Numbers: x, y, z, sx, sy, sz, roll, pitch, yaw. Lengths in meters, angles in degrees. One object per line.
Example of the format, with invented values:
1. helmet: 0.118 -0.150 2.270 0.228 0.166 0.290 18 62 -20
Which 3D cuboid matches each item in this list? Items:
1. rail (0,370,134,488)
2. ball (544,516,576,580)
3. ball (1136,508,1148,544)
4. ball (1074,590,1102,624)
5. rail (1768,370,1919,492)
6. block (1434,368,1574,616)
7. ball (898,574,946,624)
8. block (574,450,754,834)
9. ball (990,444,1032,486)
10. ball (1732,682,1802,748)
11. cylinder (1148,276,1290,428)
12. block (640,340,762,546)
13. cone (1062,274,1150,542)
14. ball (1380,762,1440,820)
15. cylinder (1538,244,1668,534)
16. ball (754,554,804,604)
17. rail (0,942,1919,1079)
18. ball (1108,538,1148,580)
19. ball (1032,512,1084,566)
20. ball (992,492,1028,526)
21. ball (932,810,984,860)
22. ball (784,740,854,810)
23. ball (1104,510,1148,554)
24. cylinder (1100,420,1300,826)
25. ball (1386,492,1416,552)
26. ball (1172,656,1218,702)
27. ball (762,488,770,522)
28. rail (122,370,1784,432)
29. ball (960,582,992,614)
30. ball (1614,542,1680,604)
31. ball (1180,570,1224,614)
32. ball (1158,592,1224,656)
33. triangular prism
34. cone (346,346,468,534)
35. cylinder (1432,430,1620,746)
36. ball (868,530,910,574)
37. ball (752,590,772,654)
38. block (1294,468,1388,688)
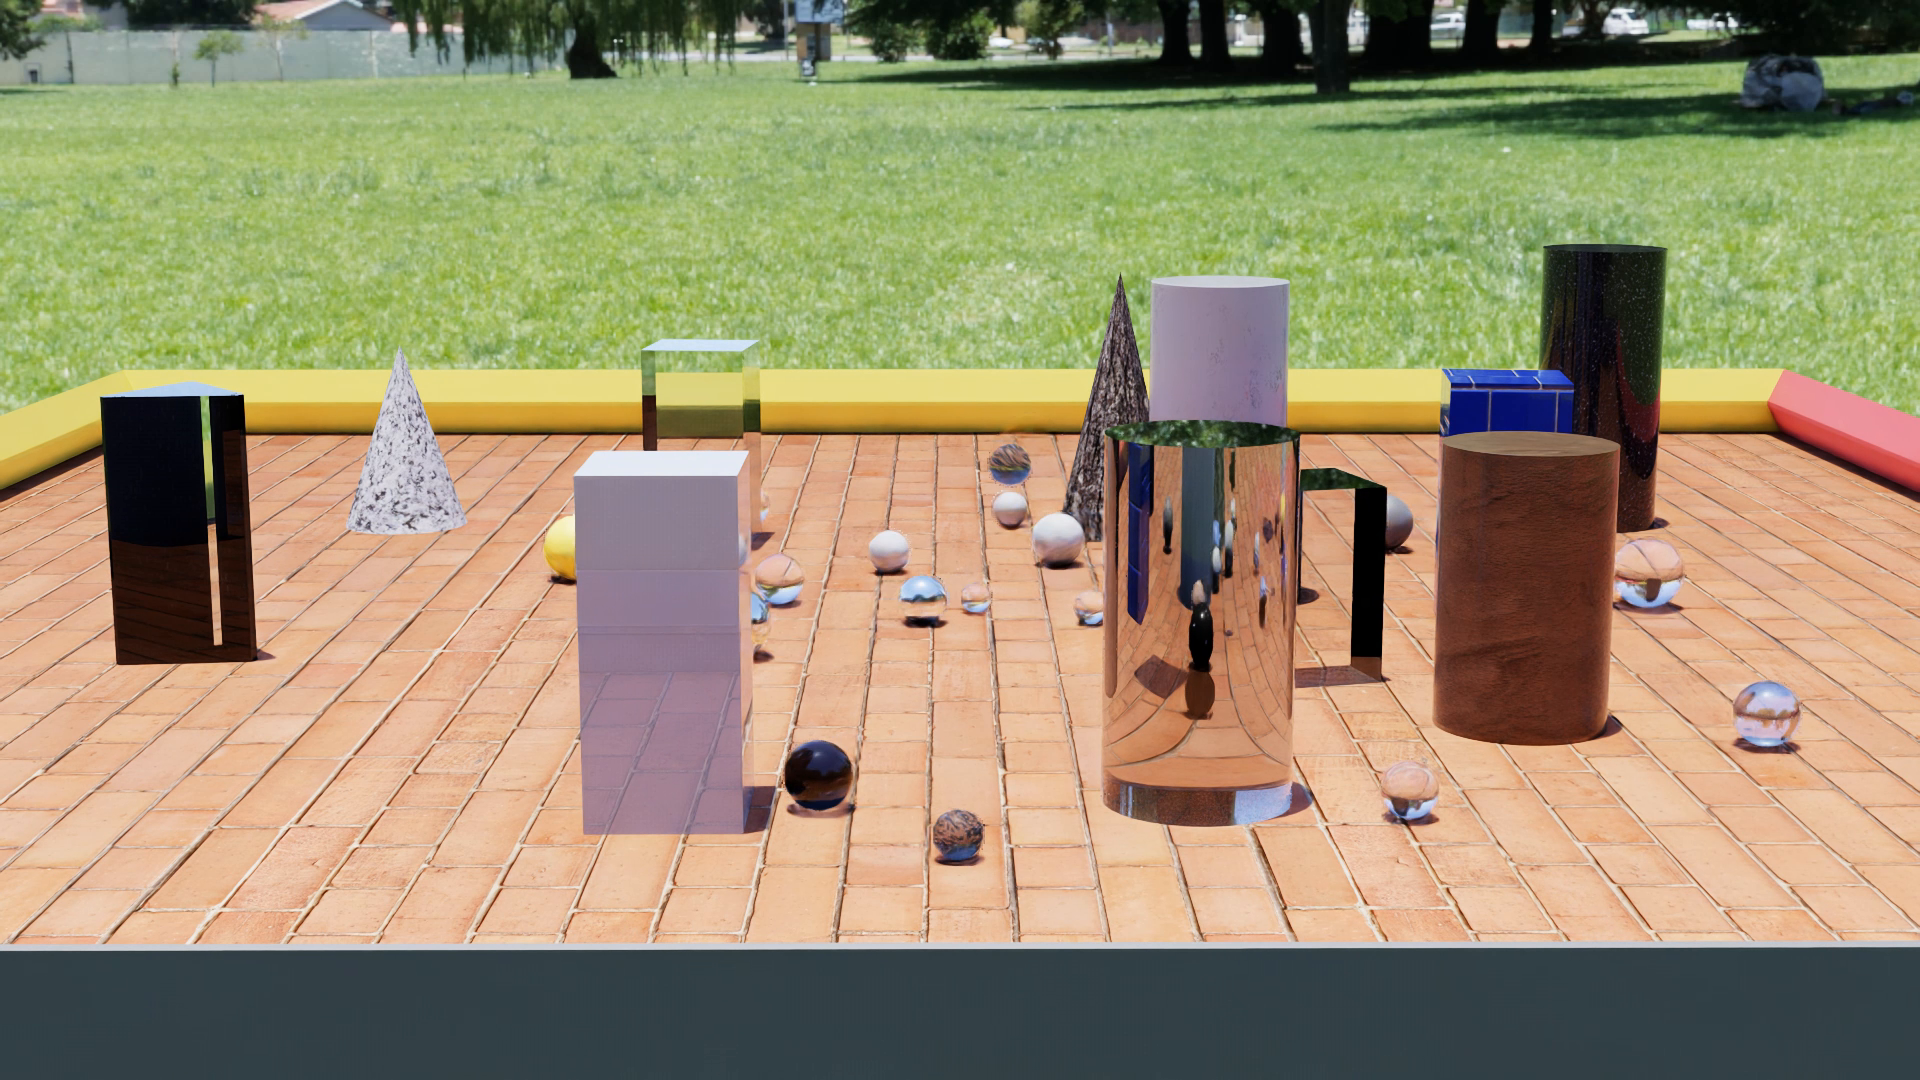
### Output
1. rail: -1.629 0.034 3.440 0.045 0.124 3.382 0 11 0
2. ball: -0.546 0.011 3.654 0.093 0.093 0.093 0 11 0
3. ball: 0.297 -0.022 3.919 0.060 0.060 0.060 0 11 0
4. ball: 0.172 0.088 3.369 0.045 0.045 0.045 0 11 0
5. rail: 1.629 0.030 3.458 0.045 0.124 3.382 0 11 0
6. block: 0.705 -0.050 3.342 0.153 0.327 0.153 1 11 6
7. ball: -0.050 0.078 3.369 0.065 0.065 0.065 0 11 0
8. block: -0.284 0.097 2.496 0.153 0.347 0.153 0 11 -1
9. ball: 0.081 -0.122 4.149 0.068 0.068 0.068 0 11 0
10. ball: 0.869 0.188 2.764 0.071 0.071 0.071 0 11 0
11. cylinder: 0.358 -0.144 3.565 0.191 0.430 0.191 0 11 0
12. block: -0.393 -0.147 3.924 0.153 0.304 0.153 1 11 5
13. cone: 0.247 -0.213 3.993 0.191 0.409 0.191 0 11 0
14. ball: 0.439 0.244 2.501 0.056 0.056 0.056 0 11 0
15. cylinder: 1.014 -0.243 4.073 0.191 0.439 0.191 0 11 0
16. ball: -0.246 0.053 3.491 0.068 0.068 0.068 0 11 0
17. rail: 0.010 0.337 1.810 3.306 0.124 0.045 0 11 0
18. ball: 0.242 0.027 3.655 0.061 0.061 0.061 0 11 0
19. ball: 0.144 -0.001 3.761 0.077 0.077 0.077 0 11 0
20. ball: 0.080 -0.049 4.076 0.056 0.056 0.056 0 11 0
21. ball: -0.002 0.273 2.372 0.047 0.047 0.047 0 11 0
22. ball: -0.139 0.232 2.530 0.069 0.069 0.069 0 11 0
23. ball: 0.254 0.000 3.723 0.088 0.088 0.088 0 11 0
24. cylinder: 0.236 0.078 2.537 0.191 0.370 0.191 0 11 0
25. ball: 0.641 -0.027 3.875 0.095 0.095 0.095 0 11 0
26. ball: 0.271 0.160 2.960 0.053 0.053 0.053 0 11 0
27. ball: -0.339 -0.055 4.054 0.077 0.077 0.077 0 11 0
28. rail: -0.010 -0.273 5.088 3.306 0.124 0.045 0 11 0
29. ball: 0.021 0.078 3.437 0.041 0.041 0.041 0 11 0
30. ball: 0.929 0.044 3.467 0.085 0.085 0.085 0 11 0
31. ball: 0.325 0.070 3.432 0.058 0.058 0.058 0 11 0
32. ball: 0.287 0.104 3.185 0.081 0.081 0.081 0 11 0
33. triangular prism: -0.959 -0.024 3.193 0.165 0.331 0.143 -1 11 -7
34. cone: -0.885 -0.168 4.078 0.191 0.288 0.191 0 11 0
35. cylinder: 0.624 0.050 2.835 0.191 0.316 0.191 0 11 0
36. ball: -0.102 0.017 3.706 0.061 0.061 0.061 0 11 0
37. ball: -0.277 0.102 3.173 0.089 0.089 0.089 0 11 0
38. block: 0.407 0.044 3.084 0.153 0.236 0.153 -3 11 -15
